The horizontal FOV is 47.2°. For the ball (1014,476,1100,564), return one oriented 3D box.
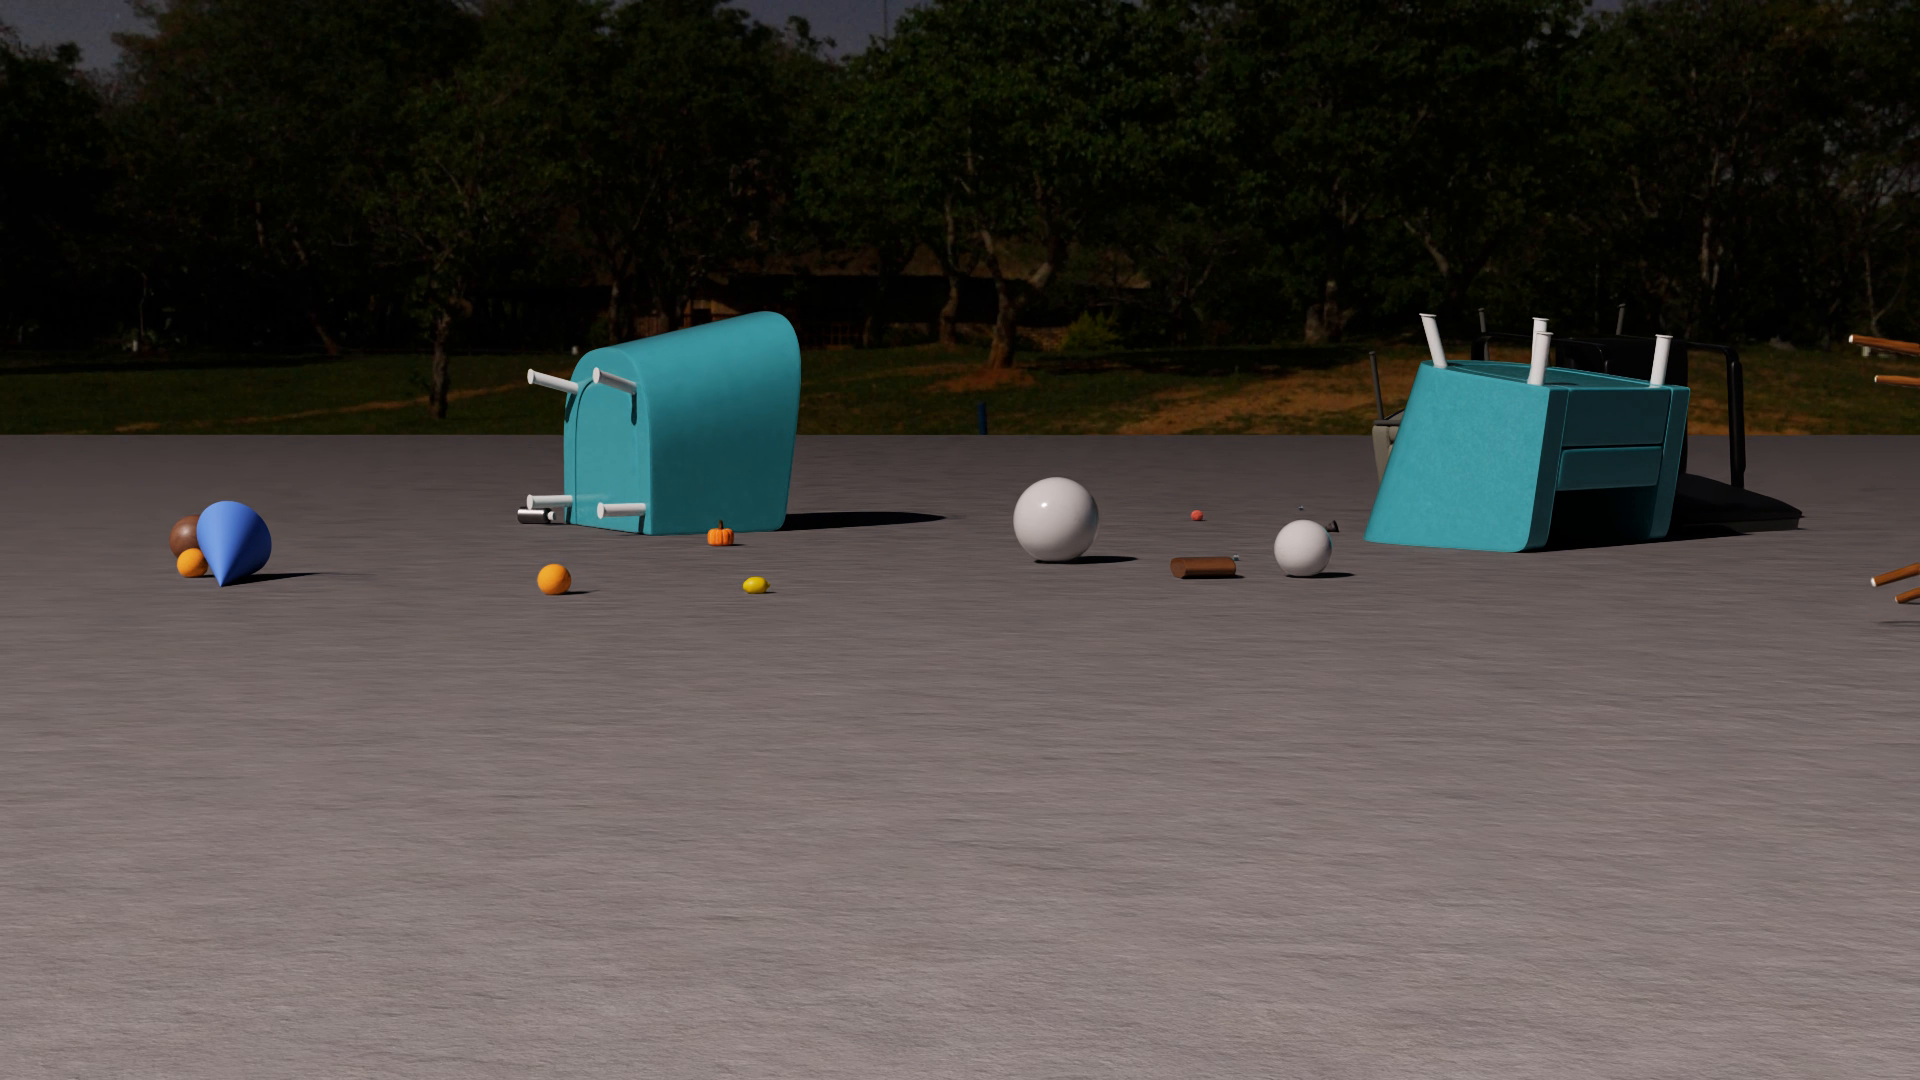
[{"bbox_3d":[0.249,-0.052,5.673,0.223,0.223,0.223,0,4,0],"label":"ball"}]

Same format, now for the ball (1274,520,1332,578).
[{"bbox_3d":[0.818,0.020,5.240,0.139,0.139,0.139,0,4,0],"label":"ball"}]

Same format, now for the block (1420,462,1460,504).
[{"bbox_3d":[1.915,-0.229,8.760,0.126,0.153,0.233,0,4,6],"label":"block"}]

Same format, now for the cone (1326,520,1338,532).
[{"bbox_3d":[1.159,-0.035,6.921,0.053,0.040,0.065,-24,-5,19],"label":"cone"}]

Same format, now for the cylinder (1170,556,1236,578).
[{"bbox_3d":[0.579,0.065,5.245,0.125,0.048,0.122,-1,4,-12],"label":"cylinder"}]

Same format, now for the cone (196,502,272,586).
[{"bbox_3d":[-1.704,0.052,5.117,0.165,0.198,0.284,-21,25,-2],"label":"cone"}]
